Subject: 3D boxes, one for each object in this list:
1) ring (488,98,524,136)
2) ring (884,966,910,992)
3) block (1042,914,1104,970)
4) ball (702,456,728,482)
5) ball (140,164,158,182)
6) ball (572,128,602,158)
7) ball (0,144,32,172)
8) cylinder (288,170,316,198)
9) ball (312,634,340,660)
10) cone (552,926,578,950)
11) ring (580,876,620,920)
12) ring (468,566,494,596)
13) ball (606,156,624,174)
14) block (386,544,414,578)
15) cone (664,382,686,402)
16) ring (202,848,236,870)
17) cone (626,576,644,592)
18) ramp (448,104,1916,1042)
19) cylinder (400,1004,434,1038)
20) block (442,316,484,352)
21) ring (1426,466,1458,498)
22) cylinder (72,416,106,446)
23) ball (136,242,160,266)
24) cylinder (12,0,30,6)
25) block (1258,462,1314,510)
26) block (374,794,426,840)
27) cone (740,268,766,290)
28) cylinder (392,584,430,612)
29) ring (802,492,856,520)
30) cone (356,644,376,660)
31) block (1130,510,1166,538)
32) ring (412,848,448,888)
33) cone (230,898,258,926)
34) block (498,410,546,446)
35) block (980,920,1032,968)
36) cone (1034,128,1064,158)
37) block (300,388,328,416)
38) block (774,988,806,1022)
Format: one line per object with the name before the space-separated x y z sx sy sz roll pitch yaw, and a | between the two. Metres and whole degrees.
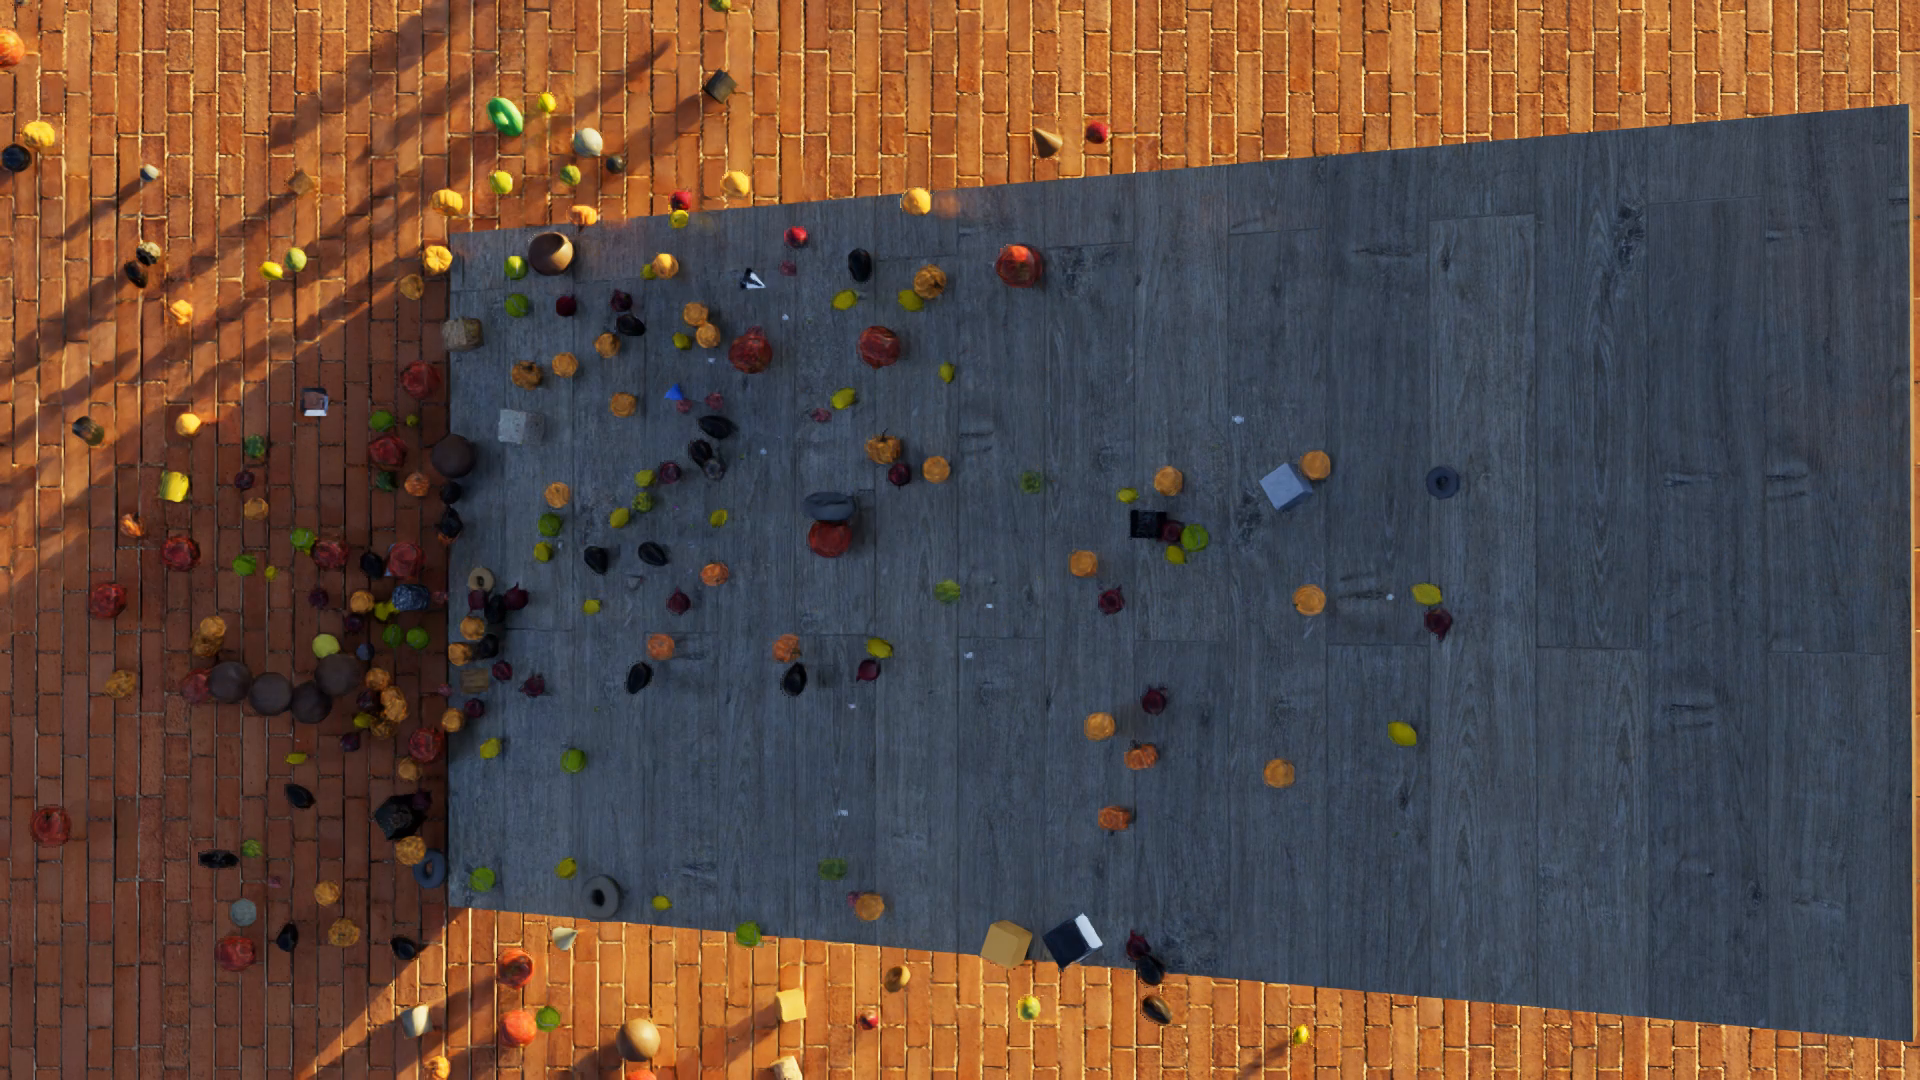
ring | -1.359 -1.267 6.581 0.128 0.128 0.043 47 62 0
ring | -0.187 1.294 6.491 0.089 0.089 0.030 -41 118 0
block | 0.283 1.010 5.535 0.092 0.092 0.092 -39 73 22
ball | -0.668 -0.194 5.996 0.066 0.066 0.066 0 89 0
ball | -2.439 -1.104 6.614 0.050 0.050 0.050 0 89 0
ball | -1.116 -1.190 6.596 0.088 0.088 0.088 0 89 0
ball | -2.833 -1.145 6.598 0.084 0.084 0.084 0 89 0
cylinder | -1.975 -1.071 6.600 0.062 0.062 0.062 45 85 0
ball | -1.899 0.319 6.585 0.080 0.080 0.080 0 89 0
cone | -1.148 1.162 6.479 0.074 0.074 0.074 -29 89 31
ring | -1.021 1.017 6.244 0.130 0.043 0.130 1 91 28
ring | -1.407 0.123 6.463 0.089 0.030 0.089 1 91 26
ball | -1.038 -1.128 6.612 0.056 0.056 0.056 0 89 0
block | -1.667 0.064 6.544 0.070 0.070 0.070 9 65 -18
cone | -0.787 -0.402 6.147 0.057 0.057 0.057 41 90 -6
ring | -2.210 0.953 6.559 0.109 0.109 0.036 21 69 0
cone | -0.911 0.114 6.208 0.051 0.051 0.051 -20 89 -1
ramp | 0.277 0.078 5.656 4.000 0.100 2.000 0 89 28
cylinder | -1.622 1.436 6.569 0.081 0.081 0.081 -17 84 0
block | -1.463 -0.605 6.472 0.080 0.080 0.080 -14 83 27
ring | 1.128 -0.136 5.143 0.078 0.026 0.078 -1 88 29
cylinder | -2.604 -0.326 6.572 0.065 0.065 0.065 31 89 24
ball | -2.437 -0.860 6.602 0.070 0.070 0.070 0 89 0
cylinder | -2.821 -1.641 6.585 0.057 0.057 0.057 -1 64 1
block | 0.786 -0.128 5.289 0.083 0.083 0.083 -36 74 23
block | -1.666 0.823 6.546 0.091 0.091 0.091 -46 67 27
cone | -0.560 -0.704 6.029 0.066 0.066 0.066 22 89 -1
cylinder | -1.637 0.173 6.562 0.078 0.078 0.078 0 89 30
ring | -0.347 -0.089 5.822 0.141 0.141 0.047 5 111 0
cone | -1.777 0.334 6.590 0.054 0.054 0.054 2 83 -20
block | 0.468 -0.038 5.463 0.067 0.067 0.067 2 91 28
ring | -1.576 0.975 6.538 0.123 0.041 0.123 -1 88 29
cone | -2.156 1.120 6.575 0.083 0.083 0.083 0 89 0
block | -1.268 -0.326 6.361 0.091 0.091 0.091 8 93 27
block | 0.120 1.033 5.624 0.085 0.085 0.085 23 100 26
cone | 0.233 -1.142 6.236 0.086 0.086 0.086 -47 121 0
block | -1.928 -0.412 6.571 0.064 0.064 0.064 1 73 -5
block | -0.507 1.388 6.562 0.073 0.073 0.073 -9 92 -21
